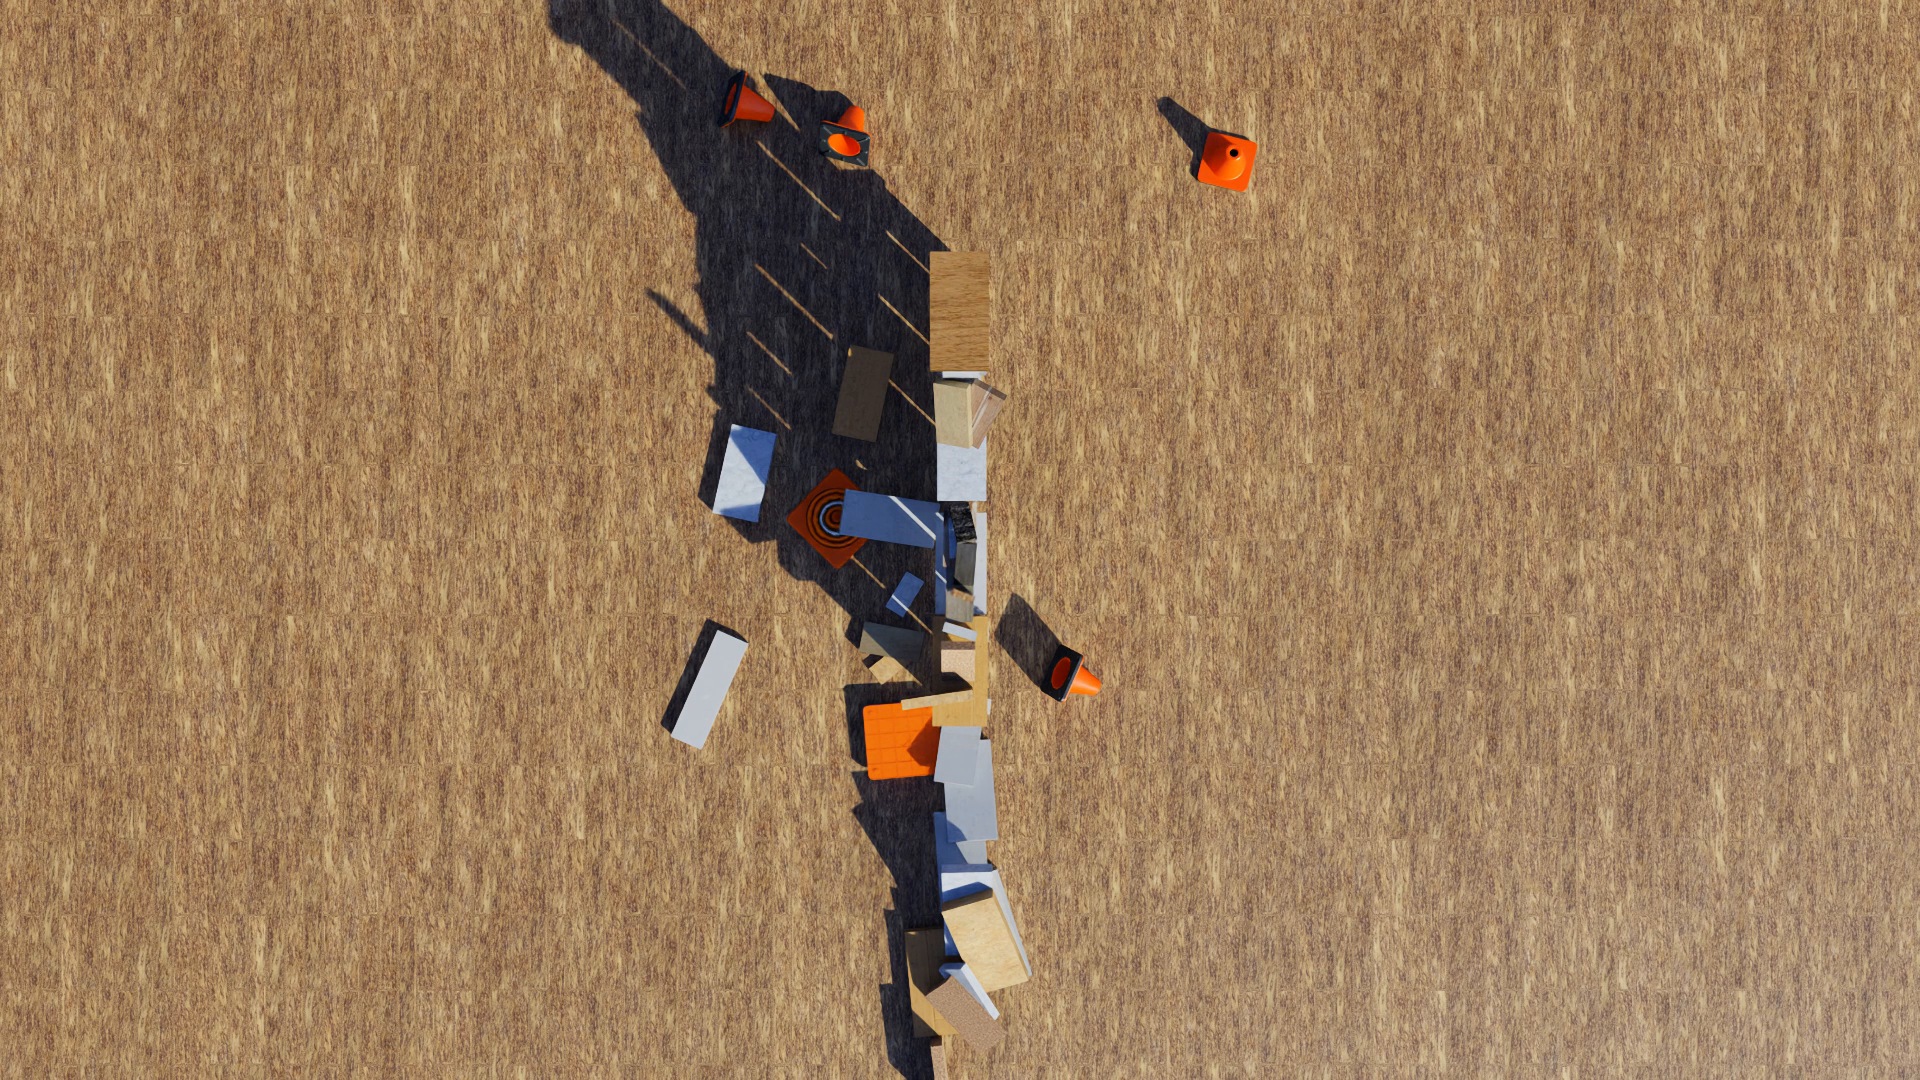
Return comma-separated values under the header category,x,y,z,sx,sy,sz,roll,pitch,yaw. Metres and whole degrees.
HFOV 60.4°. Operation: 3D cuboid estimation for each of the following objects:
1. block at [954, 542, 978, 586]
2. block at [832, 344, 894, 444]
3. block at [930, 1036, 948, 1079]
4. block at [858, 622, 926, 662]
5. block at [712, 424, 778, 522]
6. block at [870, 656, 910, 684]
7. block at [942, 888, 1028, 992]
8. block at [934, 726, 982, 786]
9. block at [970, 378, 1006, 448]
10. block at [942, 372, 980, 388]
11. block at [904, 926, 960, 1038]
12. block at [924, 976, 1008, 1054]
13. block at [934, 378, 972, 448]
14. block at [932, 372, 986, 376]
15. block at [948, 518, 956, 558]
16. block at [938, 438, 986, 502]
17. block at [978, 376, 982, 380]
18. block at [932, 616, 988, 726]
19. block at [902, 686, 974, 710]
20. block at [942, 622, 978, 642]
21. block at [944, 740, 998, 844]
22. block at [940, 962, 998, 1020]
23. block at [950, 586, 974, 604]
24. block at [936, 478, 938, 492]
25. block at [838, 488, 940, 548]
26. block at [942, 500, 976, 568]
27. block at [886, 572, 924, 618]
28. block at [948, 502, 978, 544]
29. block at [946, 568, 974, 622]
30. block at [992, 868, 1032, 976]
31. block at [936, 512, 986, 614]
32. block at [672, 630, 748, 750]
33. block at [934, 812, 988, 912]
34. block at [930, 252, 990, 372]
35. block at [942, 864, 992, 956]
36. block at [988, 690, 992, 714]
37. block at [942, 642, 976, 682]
category,x,y,z,sx,sy,sz,roll,pitch,yaw
block,0.016,0.070,4.893,0.060,0.017,0.131,4,108,-2
block,-0.322,-0.485,5.479,0.150,0.043,0.301,12,90,0
block,-0.060,1.778,5.435,0.037,0.131,0.262,-8,90,0
block,-0.225,0.339,5.469,0.203,0.029,0.102,10,84,7
block,-0.714,-0.221,5.479,0.150,0.043,0.301,13,90,0
block,-0.228,0.412,5.490,0.138,0.020,0.069,-38,90,0
block,0.082,1.304,5.350,0.175,0.049,0.349,-18,112,8
block,-0.002,0.672,5.434,0.131,0.037,0.262,8,76,2
block,0.050,-0.367,4.817,0.104,0.029,0.207,29,133,0
block,0.002,-0.465,4.875,0.104,0.369,0.029,0,82,0
block,-0.080,1.463,5.475,0.175,0.049,0.349,-5,90,0
block,0.018,1.553,5.396,0.262,0.037,0.131,46,128,0
block,-0.020,-0.368,4.808,0.104,0.029,0.207,12,130,18
block,-0.001,-0.529,4.825,0.163,0.471,0.046,0,90,0
block,-0.003,-0.006,4.905,0.060,0.017,0.120,-2,90,0
block,0.005,-0.262,4.919,0.146,0.041,0.292,0,90,0
block,0.004,-0.553,5.232,0.125,0.035,0.250,0,90,0
block,0.000,0.407,5.136,0.170,0.048,0.340,0,90,0
block,-0.068,0.485,5.057,0.219,0.109,0.031,-8,90,0
block,-0.002,0.279,5.009,0.102,0.203,0.029,18,86,0
block,0.031,0.828,5.438,0.162,0.046,0.325,-4,76,0
block,0.029,1.479,5.397,0.031,0.109,0.219,-44,109,-42
block,0.007,0.161,4.833,0.069,0.183,0.020,23,89,0
block,0.003,-0.166,5.167,0.146,0.456,0.041,-1,90,0
block,-0.234,-0.070,5.449,0.316,0.043,0.150,9,90,-11
block,0.000,-0.017,4.927,0.099,0.028,0.197,1,90,0
block,-0.183,0.180,5.490,0.069,0.020,0.138,31,90,0
block,0.009,-0.051,4.880,0.060,0.017,0.120,-11,68,-7
block,-0.001,0.163,4.936,0.082,0.023,0.164,1,91,0
block,0.098,1.291,5.475,0.175,0.049,0.367,-19,90,0
block,0.003,0.073,5.161,0.158,0.045,0.317,0,90,0
block,-0.832,0.497,5.485,0.109,0.031,0.385,24,90,0
block,0.007,1.056,5.441,0.162,0.046,0.325,-5,79,3
block,-0.001,-0.632,4.566,0.163,0.046,0.326,0,90,0
block,0.028,1.202,5.357,0.162,0.046,0.325,-2,114,1
block,0.011,0.514,5.330,0.170,0.340,0.048,5,90,0
block,-0.006,0.370,5.018,0.102,0.203,0.029,0,58,0
